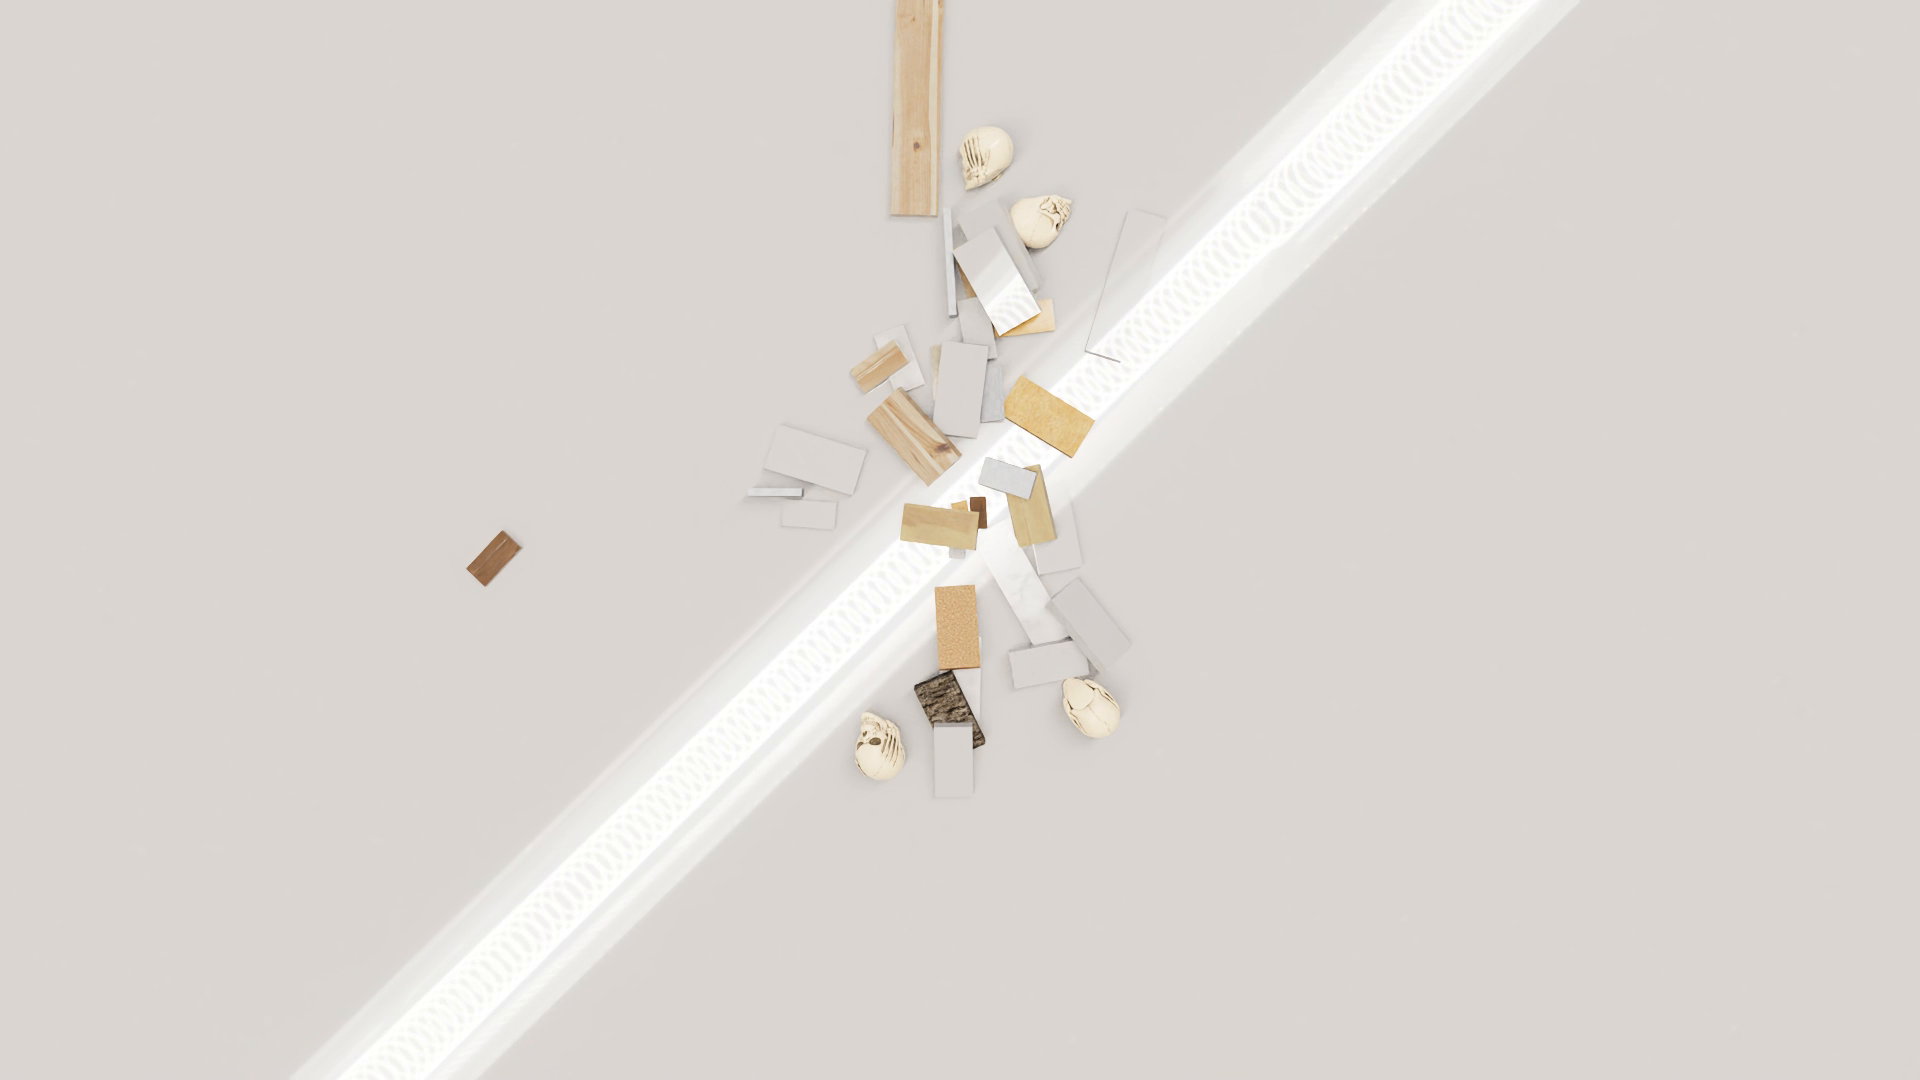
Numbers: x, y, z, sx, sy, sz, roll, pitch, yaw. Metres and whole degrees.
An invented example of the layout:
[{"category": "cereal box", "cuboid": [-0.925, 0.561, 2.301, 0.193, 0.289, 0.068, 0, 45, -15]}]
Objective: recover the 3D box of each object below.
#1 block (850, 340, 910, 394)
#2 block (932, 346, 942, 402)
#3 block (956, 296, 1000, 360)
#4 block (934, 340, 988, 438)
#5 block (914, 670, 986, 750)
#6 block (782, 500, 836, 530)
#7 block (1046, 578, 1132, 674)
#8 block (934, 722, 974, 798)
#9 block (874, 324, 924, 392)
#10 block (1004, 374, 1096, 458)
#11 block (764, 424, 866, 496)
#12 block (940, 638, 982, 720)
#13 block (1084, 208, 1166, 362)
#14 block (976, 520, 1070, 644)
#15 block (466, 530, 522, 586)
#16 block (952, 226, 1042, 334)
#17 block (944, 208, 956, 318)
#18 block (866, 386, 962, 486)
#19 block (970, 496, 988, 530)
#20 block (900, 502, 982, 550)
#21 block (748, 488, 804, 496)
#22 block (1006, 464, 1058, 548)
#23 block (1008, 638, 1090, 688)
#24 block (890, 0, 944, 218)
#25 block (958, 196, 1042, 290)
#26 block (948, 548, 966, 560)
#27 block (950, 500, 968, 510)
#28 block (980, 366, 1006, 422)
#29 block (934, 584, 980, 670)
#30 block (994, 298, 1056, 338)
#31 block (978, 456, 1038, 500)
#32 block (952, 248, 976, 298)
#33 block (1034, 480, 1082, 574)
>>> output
[{"category": "block", "cuboid": [-0.265, -0.575, 5.461, 0.182, 0.026, 0.091, -34, 86, 15]}, {"category": "block", "cuboid": [-0.046, -0.556, 5.487, 0.091, 0.026, 0.182, -2, 90, 0]}, {"category": "block", "cuboid": [0.060, -0.698, 5.469, 0.104, 0.030, 0.209, -10, 89, 17]}, {"category": "block", "cuboid": [0.000, -0.498, 5.446, 0.152, 0.043, 0.304, 7, 102, -2]}, {"category": "block", "cuboid": [-0.033, 0.576, 5.435, 0.136, 0.039, 0.273, -23, 106, 8]}, {"category": "block", "cuboid": [-0.502, -0.086, 5.488, 0.176, 0.025, 0.088, 4, 90, 0]}, {"category": "block", "cuboid": [0.426, 0.283, 5.440, 0.291, 0.041, 0.145, 51, 53, 0]}, {"category": "block", "cuboid": [-0.021, 0.726, 5.444, 0.126, 0.036, 0.252, -1, 108, 1]}, {"category": "block", "cuboid": [-0.201, -0.598, 5.485, 0.104, 0.030, 0.209, -21, 90, 0]}, {"category": "block", "cuboid": [0.288, -0.409, 5.479, 0.291, 0.041, 0.145, 31, 90, 0]}, {"category": "block", "cuboid": [-0.479, -0.266, 5.478, 0.304, 0.043, 0.152, 17, 90, 0]}, {"category": "block", "cuboid": [0.000, 0.460, 5.481, 0.136, 0.039, 0.273, 1, 90, 0]}, {"category": "block", "cuboid": [0.549, -0.846, 5.482, 0.127, 0.036, 0.492, 17, 90, 0]}, {"category": "block", "cuboid": [0.203, 0.152, 5.482, 0.126, 0.036, 0.439, -30, 90, 0]}, {"category": "block", "cuboid": [-1.549, 0.061, 5.488, 0.088, 0.025, 0.176, 43, 90, 0]}, {"category": "block", "cuboid": [0.123, -0.847, 5.388, 0.157, 0.044, 0.314, -28, 97, 18]}, {"category": "block", "cuboid": [-0.034, -0.914, 5.456, 0.025, 0.088, 0.351, -3, 90, 0]}, {"category": "block", "cuboid": [-0.151, -0.342, 5.451, 0.152, 0.043, 0.304, -42, 90, 23]}, {"category": "block", "cuboid": [0.061, -0.090, 5.484, 0.054, 0.015, 0.109, -3, 88, -14]}, {"category": "block", "cuboid": [-0.066, -0.044, 5.460, 0.254, 0.036, 0.127, 7, 90, 10]}, {"category": "block", "cuboid": [-0.608, -0.157, 5.456, 0.175, 0.088, 0.025, 0, 90, 0]}, {"category": "block", "cuboid": [0.230, -0.113, 5.437, 0.127, 0.036, 0.254, -13, 89, 18]}, {"category": "block", "cuboid": [0.294, 0.404, 5.457, 0.252, 0.036, 0.126, -10, 104, -5]}, {"category": "block", "cuboid": [-0.142, -1.441, 5.478, 0.157, 0.044, 0.728, 1, 90, 0]}, {"category": "block", "cuboid": [0.133, -0.947, 5.416, 0.157, 0.044, 0.314, -21, 100, 31]}, {"category": "block", "cuboid": [-0.008, 0.008, 5.478, 0.054, 0.015, 0.109, 3, 93, 10]}, {"category": "block", "cuboid": [0.007, -0.075, 5.492, 0.054, 0.015, 0.109, -12, 90, 0]}, {"category": "block", "cuboid": [0.104, -0.481, 5.460, 0.025, 0.088, 0.176, -4, 90, -44]}, {"category": "block", "cuboid": [-0.009, 0.290, 5.449, 0.136, 0.039, 0.273, -3, 77, -1]}, {"category": "block", "cuboid": [0.207, -0.736, 5.485, 0.209, 0.030, 0.104, -7, 90, 0]}, {"category": "block", "cuboid": [0.157, -0.204, 5.422, 0.182, 0.026, 0.091, 19, 99, 16]}, {"category": "block", "cuboid": [0.043, -0.896, 5.488, 0.088, 0.025, 0.176, -16, 90, 0]}, {"category": "block", "cuboid": [0.308, -0.042, 5.479, 0.145, 0.041, 0.291, -11, 90, 0]}]
